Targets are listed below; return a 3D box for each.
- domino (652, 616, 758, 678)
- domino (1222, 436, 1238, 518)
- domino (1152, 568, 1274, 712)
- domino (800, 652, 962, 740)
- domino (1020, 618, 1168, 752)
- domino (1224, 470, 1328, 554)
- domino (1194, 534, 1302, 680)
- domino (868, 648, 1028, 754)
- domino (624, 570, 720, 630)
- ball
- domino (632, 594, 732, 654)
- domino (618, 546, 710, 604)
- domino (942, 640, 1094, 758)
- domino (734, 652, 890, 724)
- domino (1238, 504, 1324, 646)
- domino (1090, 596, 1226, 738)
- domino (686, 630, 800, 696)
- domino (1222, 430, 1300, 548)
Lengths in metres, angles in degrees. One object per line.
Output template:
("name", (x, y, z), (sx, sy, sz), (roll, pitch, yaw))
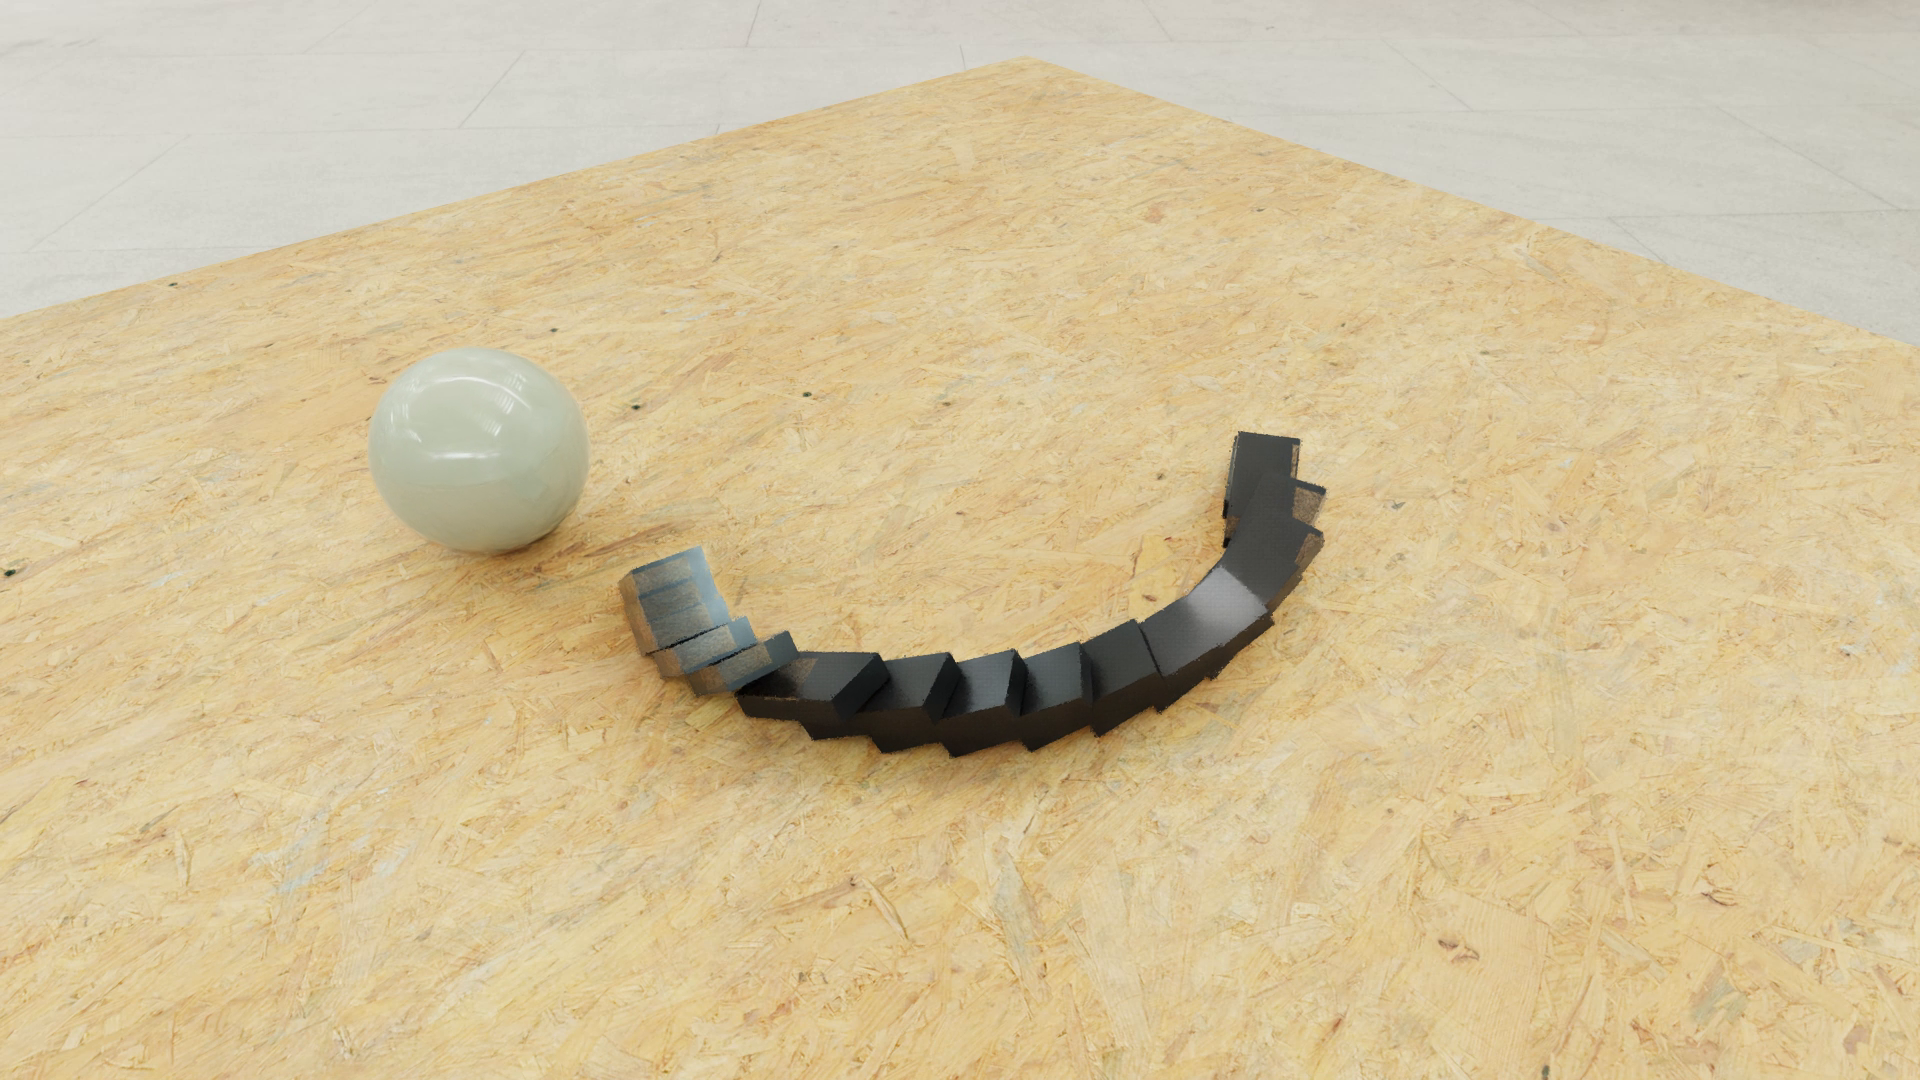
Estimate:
("domino", (-0.087, 0.037, 0.373), (0.025, 0.009, 0.050), (-23, 2, -24))
("domino", (0.129, -0.026, 0.475), (0.025, 0.009, 0.050), (10, 40, 12))
("domino", (0.081, 0.035, 0.384), (0.050, 0.010, 0.025), (-38, 46, -2))
("domino", (-0.026, 0.052, 0.363), (0.050, 0.010, 0.025), (-11, 31, 31))
("domino", (0.041, 0.048, 0.367), (0.050, 0.010, 0.025), (-28, 39, 10))
("domino", (0.122, -0.002, 0.430), (0.025, 0.010, 0.050), (22, 69, 24))
("domino", (0.097, 0.024, 0.398), (0.050, 0.010, 0.025), (-46, 53, -9))
("domino", (-0.004, 0.053, 0.361), (0.050, 0.009, 0.025), (-17, 33, 24))
("domino", (-0.104, 0.022, 0.392), (0.025, 0.010, 0.050), (-21, 1, -23))
("ball", (-0.186, -0.035, 0.430), (0.080, 0.080, 0.080), (0, 39, 0))
("domino", (-0.097, 0.030, 0.382), (0.025, 0.009, 0.050), (-21, 1, -24))
("domino", (-0.109, 0.014, 0.402), (0.025, 0.009, 0.050), (-21, 1, -24))
("domino", (0.018, 0.053, 0.362), (0.050, 0.009, 0.025), (-20, 35, 19))
("domino", (-0.050, 0.049, 0.366), (0.050, 0.009, 0.025), (-4, 29, 42))
("domino", (0.111, 0.012, 0.412), (0.025, 0.010, 0.050), (32, 75, 33))
("domino", (0.062, 0.043, 0.374), (0.050, 0.009, 0.025), (-32, 43, 4))
("domino", (-0.074, 0.042, 0.367), (0.025, 0.009, 0.050), (-26, 3, -27))
("domino", (0.124, -0.019, 0.450), (0.025, 0.010, 0.050), (9, 66, 11))
